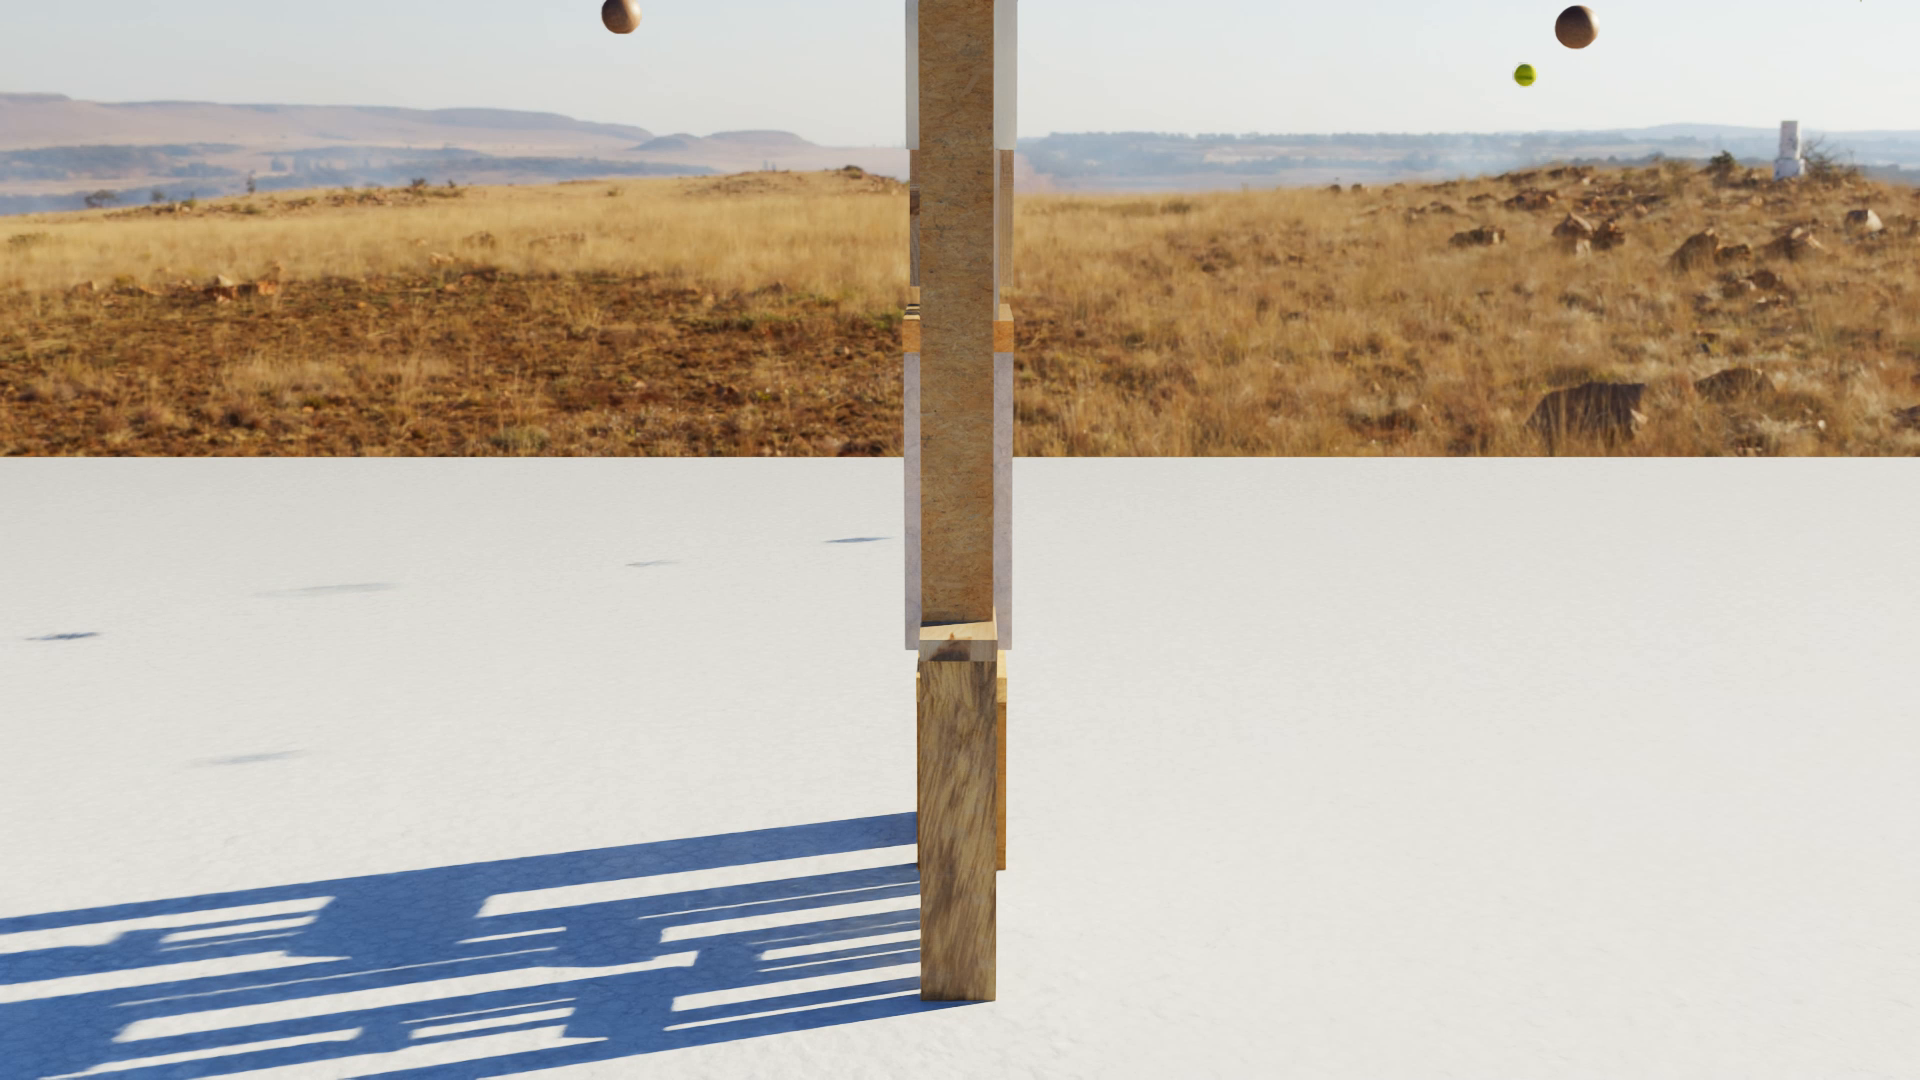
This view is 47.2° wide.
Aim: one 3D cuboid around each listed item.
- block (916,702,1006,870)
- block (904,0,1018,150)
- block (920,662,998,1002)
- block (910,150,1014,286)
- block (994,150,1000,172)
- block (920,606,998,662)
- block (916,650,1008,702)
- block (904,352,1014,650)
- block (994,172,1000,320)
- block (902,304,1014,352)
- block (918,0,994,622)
[{"bbox_3d":[0.003,0.414,3.778,0.153,0.306,0.043,0,11,0],"label":"block"},{"bbox_3d":[0.002,-0.757,3.304,0.167,0.335,0.047,0,11,0],"label":"block"},{"bbox_3d":[-0.002,0.418,3.184,0.110,0.515,0.031,0,11,0],"label":"block"},{"bbox_3d":[0.002,-0.689,3.543,0.167,0.556,0.047,0,11,0],"label":"block"},{"bbox_3d":[0.003,-0.568,3.288,0.108,0.031,0.217,0,11,0],"label":"block"},{"bbox_3d":[-0.002,0.136,3.206,0.110,0.031,0.221,0,10,0],"label":"block"},{"bbox_3d":[0.003,0.224,3.847,0.153,0.043,0.306,0,11,0],"label":"block"},{"bbox_3d":[-0.002,-0.061,3.342,0.164,0.459,0.046,0,11,0],"label":"block"},{"bbox_3d":[0.003,-0.433,3.239,0.108,0.217,0.031,0,11,0],"label":"block"},{"bbox_3d":[-0.003,-0.330,3.403,0.164,0.046,0.328,0,11,0],"label":"block"},{"bbox_3d":[-0.005,-0.320,3.147,0.105,0.887,0.030,0,10,0],"label":"block"}]
